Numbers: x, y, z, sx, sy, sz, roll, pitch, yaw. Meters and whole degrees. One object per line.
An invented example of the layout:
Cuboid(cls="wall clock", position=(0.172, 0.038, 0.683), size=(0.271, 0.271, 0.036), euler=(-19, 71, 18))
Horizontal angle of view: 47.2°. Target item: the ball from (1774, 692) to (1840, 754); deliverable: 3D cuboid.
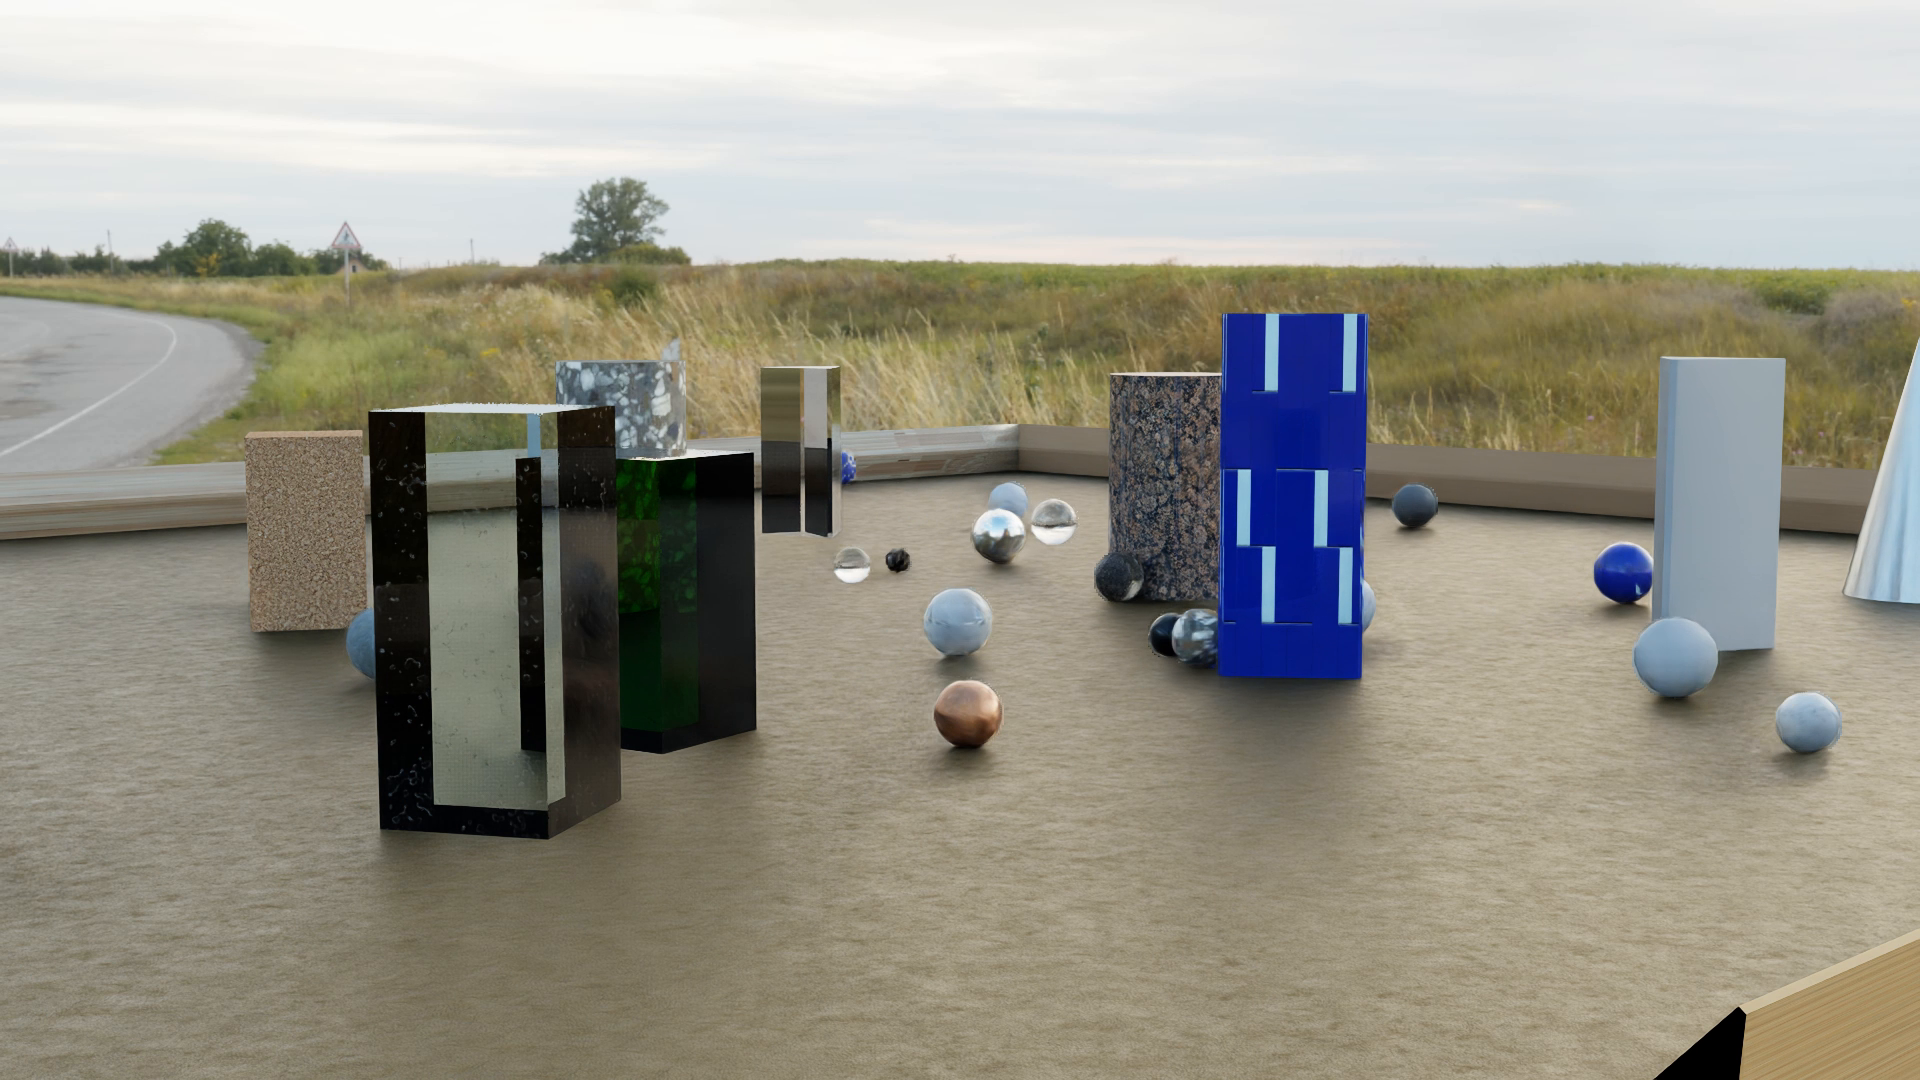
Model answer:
Cuboid(cls="ball", position=(0.854, 0.184, 2.217), size=(0.062, 0.062, 0.062), euler=(0, 6, 0))

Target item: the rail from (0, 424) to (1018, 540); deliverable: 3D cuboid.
Cuboid(cls="rail", position=(-1.314, -0.115, 4.748), size=(4.065, 0.127, 0.045), euler=(-5, 8, -42))

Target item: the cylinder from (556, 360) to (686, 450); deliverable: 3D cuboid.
Cuboid(cls="cylinder", position=(-0.515, -0.089, 3.358), size=(0.196, 0.367, 0.196), euler=(0, 6, 0))

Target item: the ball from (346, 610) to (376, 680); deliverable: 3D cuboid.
Cuboid(cls="ball", position=(-0.696, 0.125, 2.655), size=(0.087, 0.087, 0.087), euler=(0, 6, 0))

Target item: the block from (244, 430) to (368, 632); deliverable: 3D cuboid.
Cuboid(cls="block", position=(-0.929, -0.017, 3.133), size=(0.157, 0.270, 0.157), euler=(-2, 6, -15))

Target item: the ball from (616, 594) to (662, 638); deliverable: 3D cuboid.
Cuboid(cls="ball", position=(-0.438, 0.103, 2.997), size=(0.060, 0.060, 0.060), euler=(0, 6, 0))

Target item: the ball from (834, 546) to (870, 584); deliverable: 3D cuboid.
Cuboid(cls="ball", position=(-0.176, 0.041, 3.592), size=(0.061, 0.061, 0.061), euler=(0, 6, 0))

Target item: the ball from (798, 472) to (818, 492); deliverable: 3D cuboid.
Cuboid(cls="ball", position=(-0.369, -0.140, 5.372), size=(0.049, 0.049, 0.049), euler=(0, 6, 0))

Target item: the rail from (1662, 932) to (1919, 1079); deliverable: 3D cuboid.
Cuboid(cls="rail", position=(1.314, 0.181, 1.916), size=(4.065, 0.127, 0.045), euler=(-5, 8, -42))

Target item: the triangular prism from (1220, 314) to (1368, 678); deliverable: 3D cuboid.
Cuboid(cls="triangular prism", position=(0.410, -0.060, 2.727), size=(0.170, 0.440, 0.147), euler=(1, 6, 7))

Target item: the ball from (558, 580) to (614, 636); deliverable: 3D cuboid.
Cuboid(cls="ball", position=(-0.512, 0.093, 3.009), size=(0.077, 0.077, 0.077), euler=(0, 6, 0))

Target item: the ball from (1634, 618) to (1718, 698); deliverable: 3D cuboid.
Cuboid(cls="ball", position=(0.825, 0.135, 2.535), size=(0.092, 0.092, 0.092), euler=(0, 6, 0))

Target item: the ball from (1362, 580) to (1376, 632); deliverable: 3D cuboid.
Cuboid(cls="ball", position=(0.519, 0.089, 2.988), size=(0.091, 0.091, 0.091), euler=(0, 6, 0))

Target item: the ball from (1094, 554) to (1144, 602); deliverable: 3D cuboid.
Cuboid(cls="ball", position=(0.243, 0.058, 3.364), size=(0.074, 0.074, 0.074), euler=(0, 6, 0))

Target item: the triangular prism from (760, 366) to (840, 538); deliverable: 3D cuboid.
Cuboid(cls="triangular prism", position=(-0.285, -0.179, 4.394), size=(0.170, 0.331, 0.147), euler=(4, 7, 33))

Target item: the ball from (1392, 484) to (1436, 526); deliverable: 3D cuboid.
Cuboid(cls="ball", position=(0.935, -0.071, 4.528), size=(0.088, 0.088, 0.088), euler=(0, 6, 0))

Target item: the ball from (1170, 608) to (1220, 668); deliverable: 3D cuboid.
Cuboid(cls="ball", position=(0.301, 0.122, 2.743), size=(0.075, 0.075, 0.075), euler=(0, 6, 0))

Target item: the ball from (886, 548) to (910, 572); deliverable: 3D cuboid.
Cuboid(cls="ball", position=(-0.106, 0.034, 3.748), size=(0.042, 0.042, 0.042), euler=(0, 6, 0))

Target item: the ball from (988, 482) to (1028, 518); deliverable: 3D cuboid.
Cuboid(cls="ball", position=(0.102, -0.079, 4.623), size=(0.083, 0.083, 0.083), euler=(0, 6, 0))

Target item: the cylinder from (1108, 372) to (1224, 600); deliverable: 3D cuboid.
Cuboid(cls="cylinder", position=(0.332, -0.088, 3.457), size=(0.196, 0.345, 0.196), euler=(0, 6, 0))

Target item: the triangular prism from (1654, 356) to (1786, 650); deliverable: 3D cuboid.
Cuboid(cls="triangular prism", position=(0.976, -0.052, 2.938), size=(0.170, 0.381, 0.147), euler=(-2, 6, -17))

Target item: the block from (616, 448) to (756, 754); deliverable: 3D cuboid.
Cuboid(cls="block", position=(-0.325, 0.057, 2.303), size=(0.157, 0.296, 0.157), euler=(4, 7, 32))

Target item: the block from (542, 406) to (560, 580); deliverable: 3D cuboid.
Cuboid(cls="block", position=(-0.584, -0.079, 3.652), size=(0.157, 0.286, 0.157), euler=(-5, 8, -39))

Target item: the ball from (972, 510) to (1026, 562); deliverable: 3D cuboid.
Cuboid(cls="ball", position=(0.069, -0.007, 3.887), size=(0.094, 0.094, 0.094), euler=(0, 6, 0))

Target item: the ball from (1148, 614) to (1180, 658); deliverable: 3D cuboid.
Cuboid(cls="ball", position=(0.272, 0.122, 2.828), size=(0.057, 0.057, 0.057), euler=(0, 6, 0))

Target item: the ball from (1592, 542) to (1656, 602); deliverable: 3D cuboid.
Cuboid(cls="ball", position=(1.013, 0.049, 3.353), size=(0.093, 0.093, 0.093), euler=(0, 6, 0))

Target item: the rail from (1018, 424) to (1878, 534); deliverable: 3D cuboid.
Cuboid(cls="rail", position=(1.476, -0.109, 4.687), size=(0.045, 0.127, 3.922), euler=(-5, 8, -42))

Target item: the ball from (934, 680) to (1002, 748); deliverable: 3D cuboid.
Cuboid(cls="ball", position=(0.008, 0.177, 2.242), size=(0.070, 0.070, 0.070), euler=(0, 6, 0))

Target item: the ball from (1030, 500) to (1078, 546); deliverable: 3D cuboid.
Cuboid(cls="ball", position=(0.178, -0.033, 4.165), size=(0.088, 0.088, 0.088), euler=(0, 6, 0))

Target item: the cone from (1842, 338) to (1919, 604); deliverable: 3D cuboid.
Cuboid(cls="cone", position=(1.487, -0.118, 3.424), size=(0.196, 0.411, 0.196), euler=(0, 6, 0))

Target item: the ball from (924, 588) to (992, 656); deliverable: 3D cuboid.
Cuboid(cls="ball", position=(-0.002, 0.106, 2.831), size=(0.089, 0.089, 0.089), euler=(0, 6, 0))

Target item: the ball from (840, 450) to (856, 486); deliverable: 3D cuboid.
Cuboid(cls="ball", position=(-0.309, -0.183, 5.565), size=(0.095, 0.095, 0.095), euler=(0, 6, 0))

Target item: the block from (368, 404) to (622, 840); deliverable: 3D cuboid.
Cuboid(cls="block", position=(-0.404, 0.064, 1.931), size=(0.157, 0.359, 0.157), euler=(2, 6, 14))
